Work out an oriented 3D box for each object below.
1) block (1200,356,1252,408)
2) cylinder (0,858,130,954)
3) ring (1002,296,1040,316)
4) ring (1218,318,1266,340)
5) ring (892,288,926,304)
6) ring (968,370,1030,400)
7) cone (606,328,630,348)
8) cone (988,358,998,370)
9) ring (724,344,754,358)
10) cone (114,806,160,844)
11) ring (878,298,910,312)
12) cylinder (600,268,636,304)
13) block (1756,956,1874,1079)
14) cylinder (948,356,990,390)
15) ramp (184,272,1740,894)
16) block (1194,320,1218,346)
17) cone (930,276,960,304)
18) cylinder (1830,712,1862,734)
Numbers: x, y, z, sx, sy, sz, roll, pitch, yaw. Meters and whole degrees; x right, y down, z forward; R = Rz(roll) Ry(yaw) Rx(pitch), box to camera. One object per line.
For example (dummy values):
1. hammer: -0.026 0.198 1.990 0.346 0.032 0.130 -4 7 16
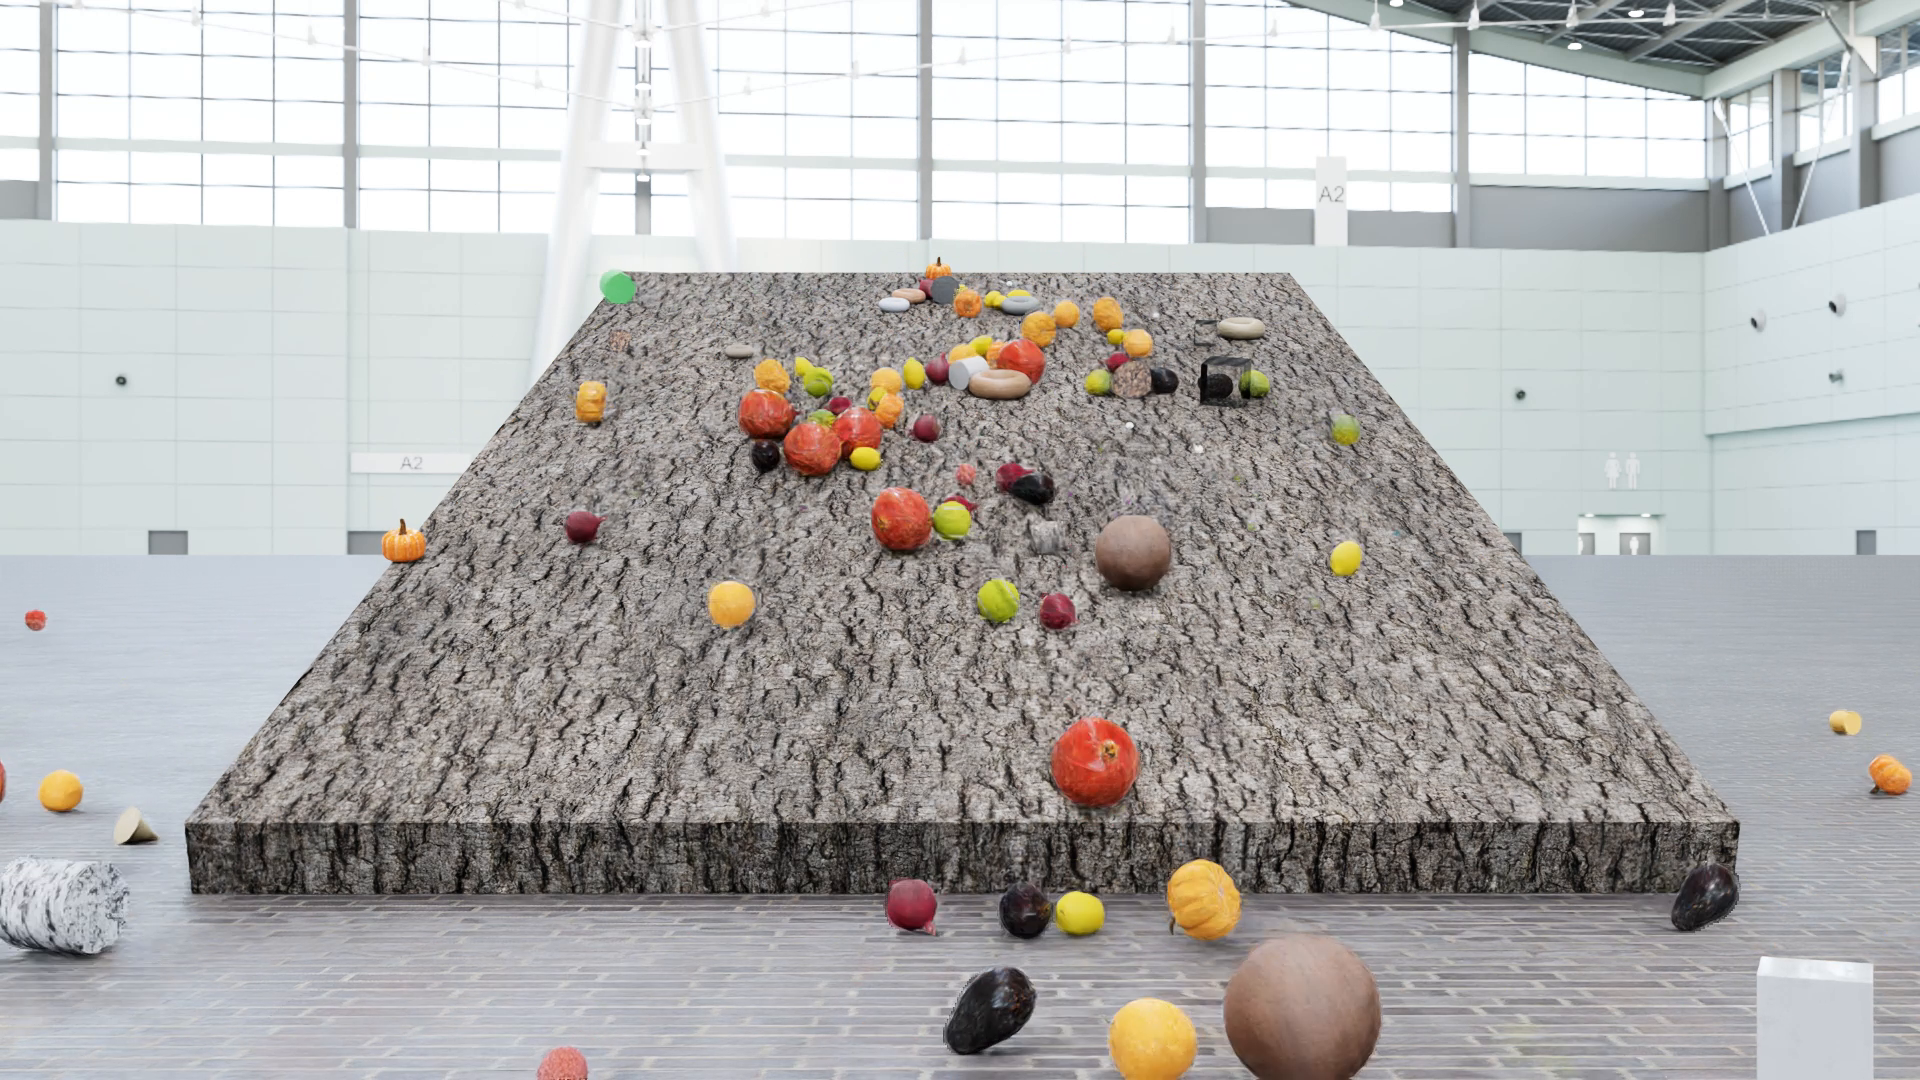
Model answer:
1. block: 0.606 -0.361 5.066 0.095 0.095 0.095 6 18 19
2. cylinder: -0.992 0.404 2.454 0.099 0.099 0.099 -1 0 22
3. ring: 0.167 -0.642 6.084 0.109 0.036 0.109 -1 21 0
4. ring: 0.733 -0.550 5.777 0.123 0.041 0.123 -1 18 0
5. ring: -0.144 -0.683 6.226 0.097 0.032 0.097 1 16 0
6. ring: 0.091 -0.360 5.142 0.144 0.048 0.144 -1 17 0
7. cone: -0.859 -0.498 5.628 0.058 0.058 0.058 0 -21 5
8. cone: 0.077 -0.415 5.312 0.052 0.052 0.052 0 17 0
9. ring: -0.550 -0.469 5.536 0.075 0.025 0.075 1 16 0
10. cone: -1.248 0.447 3.394 0.060 0.060 0.060 0 -27 42
11. ring: -0.181 -0.647 6.112 0.086 0.029 0.086 1 18 0
12. cylinder: -0.959 -0.709 6.214 0.086 0.086 0.086 0 16 -19
13. block: 0.726 0.410 1.886 0.090 0.090 0.090 0 0 22
14. cylinder: 0.021 -0.391 5.207 0.069 0.069 0.069 -17 11 -43
15. ramp: -0.003 -0.173 4.782 2.000 0.100 4.000 0 17 0
16. block: 0.629 -0.530 5.685 0.056 0.056 0.056 3 17 9
17. cone: -0.041 -0.691 6.244 0.083 0.083 0.083 0 -10 0
18. cylinder: 2.135 0.441 5.355 0.052 0.052 0.052 0 1 -20
